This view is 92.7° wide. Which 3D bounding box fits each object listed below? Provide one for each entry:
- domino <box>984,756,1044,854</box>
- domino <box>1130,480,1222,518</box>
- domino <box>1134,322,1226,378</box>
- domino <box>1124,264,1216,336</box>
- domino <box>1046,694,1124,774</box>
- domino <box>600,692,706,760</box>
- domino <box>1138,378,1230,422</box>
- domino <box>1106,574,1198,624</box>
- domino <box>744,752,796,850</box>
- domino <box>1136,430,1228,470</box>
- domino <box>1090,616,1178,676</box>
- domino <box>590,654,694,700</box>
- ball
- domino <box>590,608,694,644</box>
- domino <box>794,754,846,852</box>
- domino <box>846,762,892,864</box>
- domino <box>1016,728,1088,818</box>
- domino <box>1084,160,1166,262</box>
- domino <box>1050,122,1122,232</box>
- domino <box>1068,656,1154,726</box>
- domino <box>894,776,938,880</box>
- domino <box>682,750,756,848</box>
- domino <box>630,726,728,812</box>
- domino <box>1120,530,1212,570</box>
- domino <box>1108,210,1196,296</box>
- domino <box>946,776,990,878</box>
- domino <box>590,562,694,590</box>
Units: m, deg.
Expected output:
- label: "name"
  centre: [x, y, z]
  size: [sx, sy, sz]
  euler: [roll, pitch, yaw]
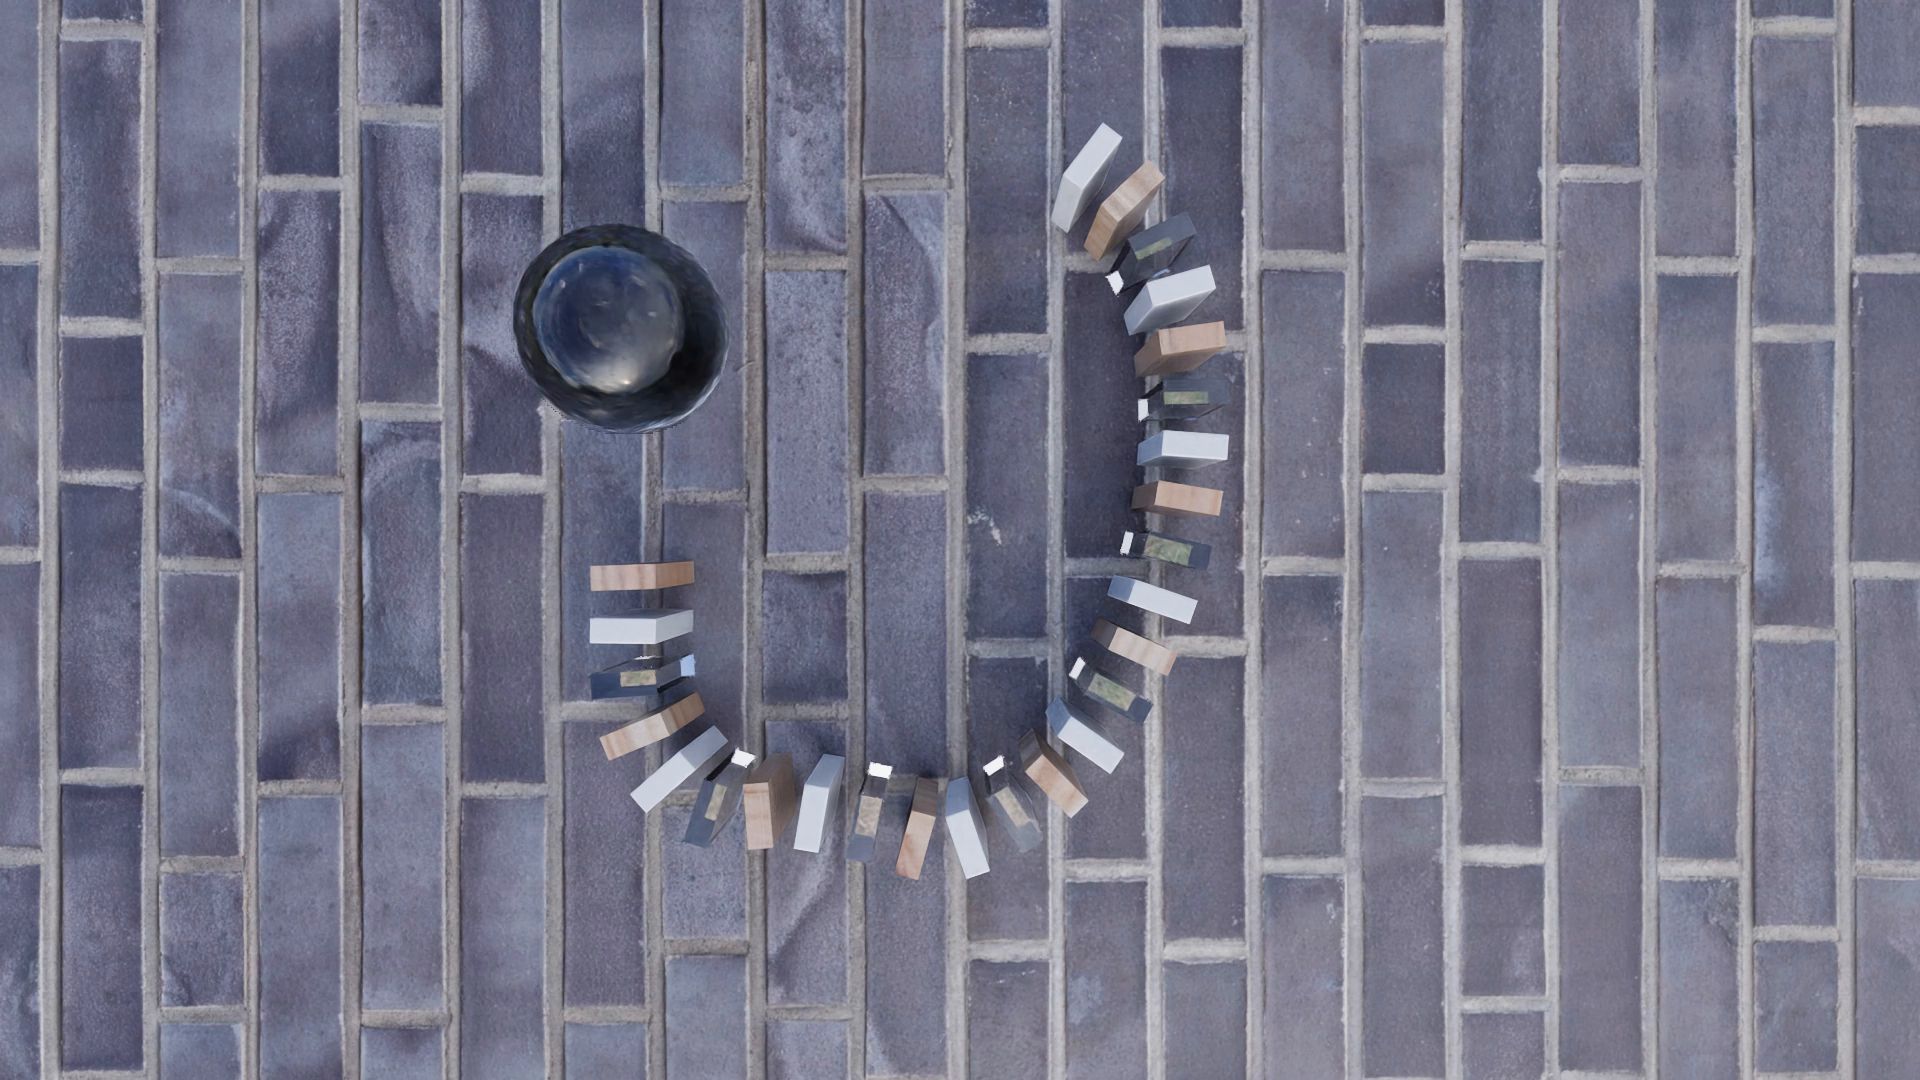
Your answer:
- label: "domino"
  centre: [0.021, 0.107, 0.375]
  size: [0.010, 0.050, 0.025]
  euler: [-33, 90, 0]
- label: "domino"
  centre: [0.087, -0.016, 0.375]
  size: [0.025, 0.050, 0.010]
  euler: [10, 90, 0]
- label: "domino"
  centre: [0.089, -0.077, 0.375]
  size: [0.025, 0.050, 0.009]
  euler: [-8, 90, 0]
- label: "domino"
  centre: [0.085, -0.097, 0.375]
  size: [0.025, 0.050, 0.010]
  euler: [-16, 90, 0]
- label: "domino"
  centre: [0.050, 0.078, 0.375]
  size: [0.025, 0.050, 0.009]
  euler: [35, 90, 0]
- label: "domino"
  centre: [-0.124, 0.075, 0.375]
  size: [0.025, 0.050, 0.009]
  euler: [-22, 90, 0]
- label: "domino"
  centre: [0.090, -0.057, 0.375]
  size: [0.025, 0.050, 0.010]
  euler: [-1, 90, 0]
- label: "domino"
  centre: [0.077, 0.024, 0.375]
  size: [0.025, 0.050, 0.009]
  euler: [19, 90, 0]
- label: "domino"
  centre: [-0.077, 0.105, 0.375]
  size: [0.009, 0.050, 0.025]
  euler: [-5, 90, 0]
- label: "domino"
  centre: [0.090, -0.036, 0.375]
  size: [0.025, 0.050, 0.009]
  euler: [4, 90, 0]
- label: "domino"
  centre: [0.070, 0.043, 0.375]
  size: [0.025, 0.050, 0.010]
  euler: [24, 90, 0]
- label: "domino"
  centre: [-0.129, 0.055, 0.375]
  size: [0.025, 0.050, 0.010]
  euler: [-4, 90, 0]
- label: "ball"
  centre: [-0.132, -0.082, 0.360]
  size: [0.080, 0.080, 0.080]
  euler: [0, 90, 0]
- label: "domino"
  centre: [-0.129, 0.035, 0.375]
  size: [0.025, 0.050, 0.010]
  euler: [1, 90, 0]
- label: "domino"
  centre: [-0.057, 0.106, 0.375]
  size: [0.010, 0.050, 0.025]
  euler: [10, 90, 0]
- label: "domino"
  centre: [-0.037, 0.110, 0.375]
  size: [0.010, 0.050, 0.025]
  euler: [11, 90, 0]
- label: "domino"
  centre: [0.037, 0.094, 0.375]
  size: [0.010, 0.050, 0.025]
  euler: [-45, 90, 0]
- label: "domino"
  centre: [0.066, -0.133, 0.375]
  size: [0.025, 0.050, 0.010]
  euler: [-43, 90, 0]
- label: "domino"
  centre: [0.051, -0.147, 0.375]
  size: [0.009, 0.050, 0.025]
  euler: [37, 90, 0]
- label: "domino"
  centre: [0.061, 0.061, 0.375]
  size: [0.025, 0.050, 0.009]
  euler: [29, 90, 0]
- label: "domino"
  centre: [-0.017, 0.117, 0.375]
  size: [0.010, 0.050, 0.025]
  euler: [16, 90, 0]
- label: "domino"
  centre: [-0.097, 0.105, 0.375]
  size: [0.010, 0.050, 0.025]
  euler: [18, 90, 0]
- label: "domino"
  centre: [-0.114, 0.092, 0.375]
  size: [0.025, 0.050, 0.009]
  euler: [-41, 90, 0]
- label: "domino"
  centre: [0.083, 0.004, 0.375]
  size: [0.025, 0.050, 0.010]
  euler: [14, 90, 0]
- label: "domino"
  centre: [0.077, -0.116, 0.375]
  size: [0.025, 0.050, 0.010]
  euler: [-26, 90, 0]
- label: "domino"
  centre: [0.003, 0.116, 0.375]
  size: [0.010, 0.050, 0.025]
  euler: [-19, 90, 0]
- label: "domino"
  centre: [-0.129, 0.014, 0.375]
  size: [0.025, 0.050, 0.009]
  euler: [-2, 90, 0]
